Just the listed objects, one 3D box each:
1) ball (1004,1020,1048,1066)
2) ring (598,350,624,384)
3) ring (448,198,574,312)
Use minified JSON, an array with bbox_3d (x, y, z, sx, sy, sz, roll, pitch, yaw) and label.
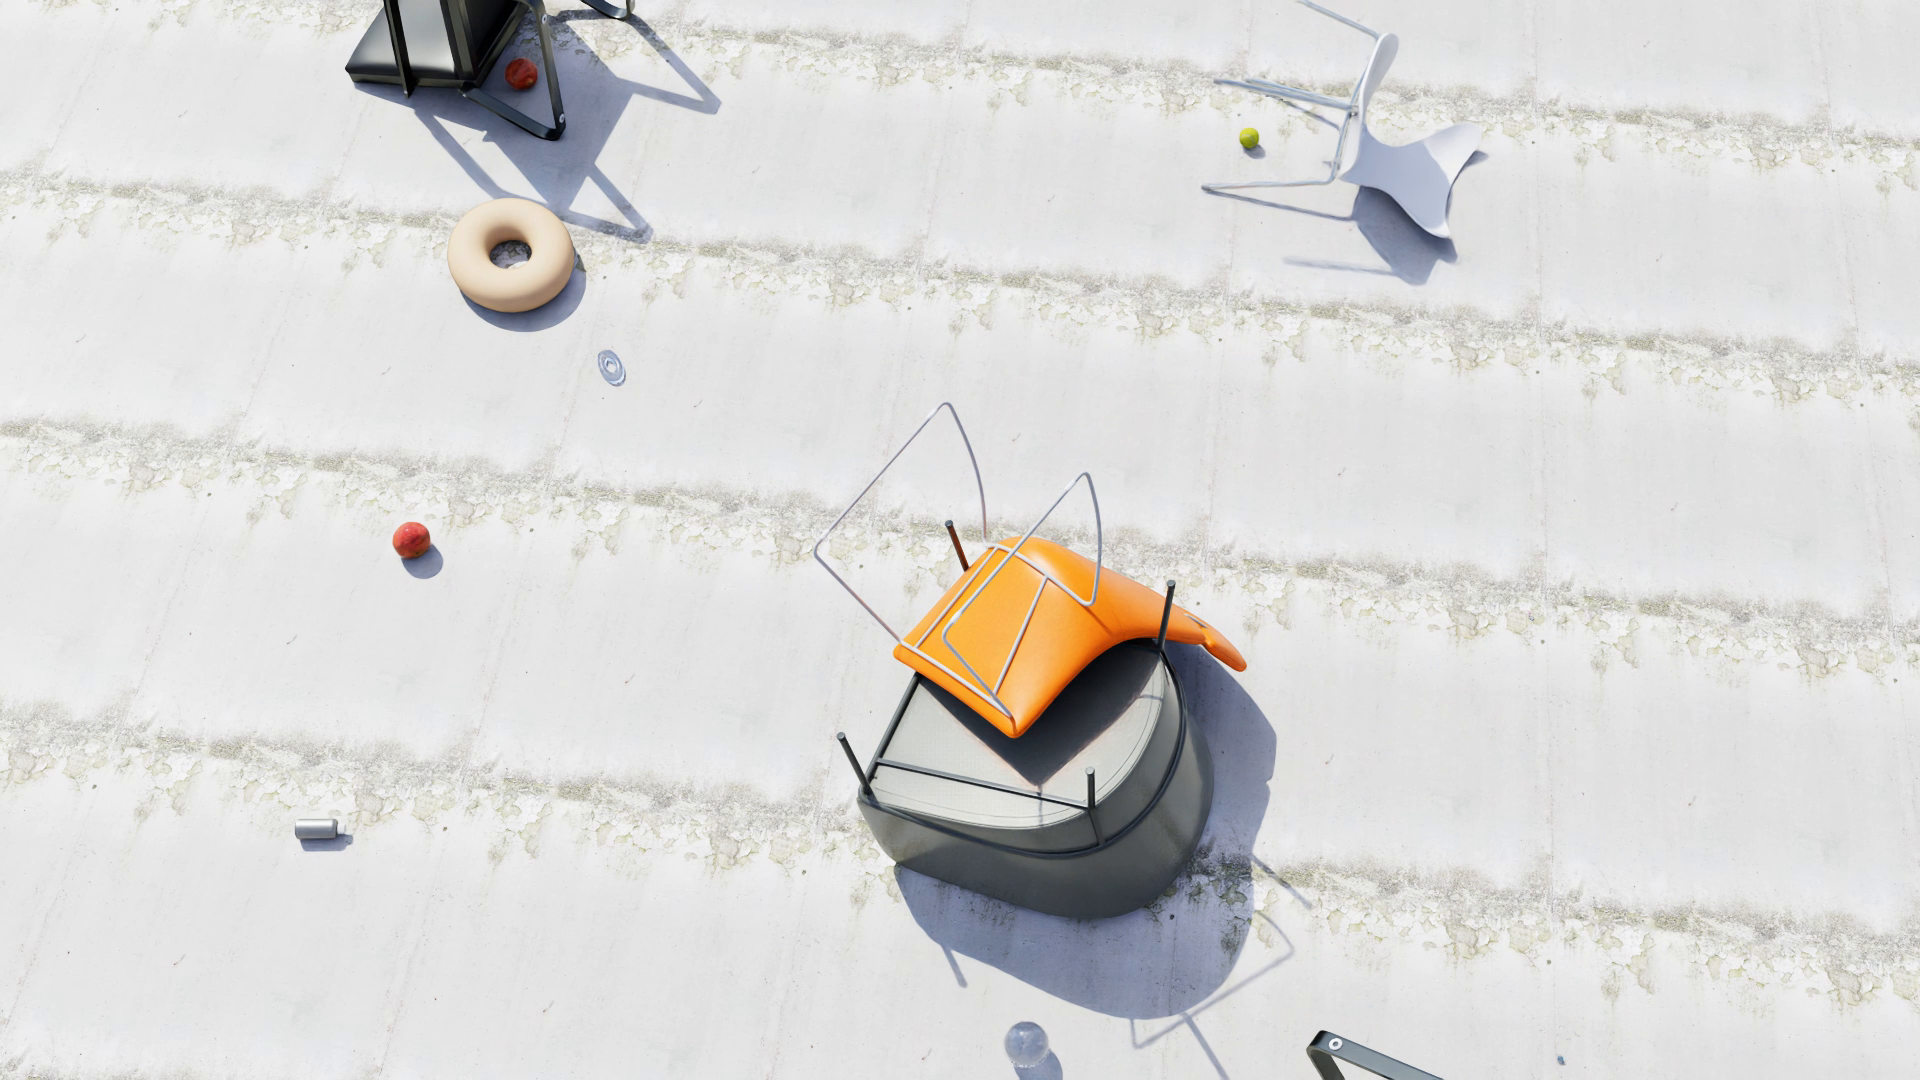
[{"bbox_3d":[0.170,1.291,5.638,0.115,0.115,0.115,0,56,0],"label":"ball"},{"bbox_3d":[-1.101,-0.547,6.930,0.075,0.018,0.148,-20,59,-12],"label":"ring"},{"bbox_3d":[-1.455,-0.925,7.125,0.403,0.119,0.465,-22,60,-13],"label":"ring"}]
